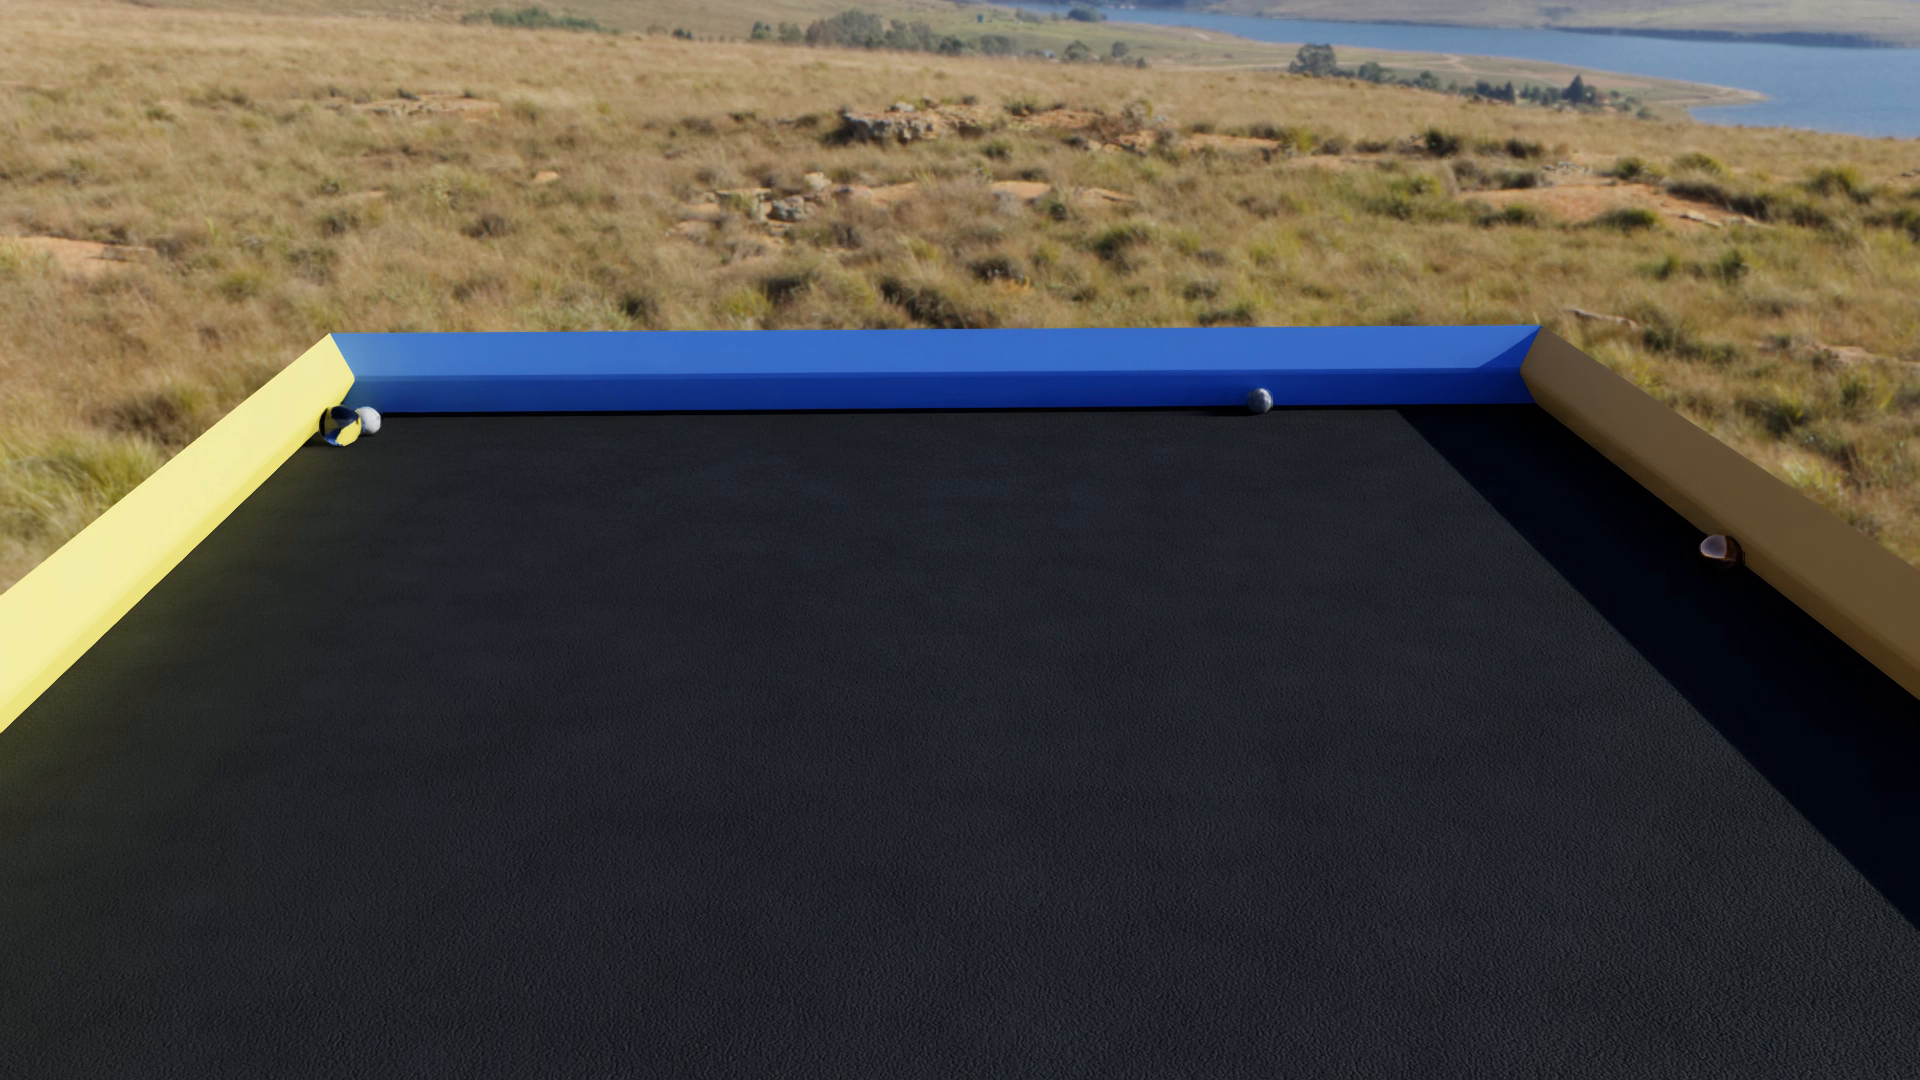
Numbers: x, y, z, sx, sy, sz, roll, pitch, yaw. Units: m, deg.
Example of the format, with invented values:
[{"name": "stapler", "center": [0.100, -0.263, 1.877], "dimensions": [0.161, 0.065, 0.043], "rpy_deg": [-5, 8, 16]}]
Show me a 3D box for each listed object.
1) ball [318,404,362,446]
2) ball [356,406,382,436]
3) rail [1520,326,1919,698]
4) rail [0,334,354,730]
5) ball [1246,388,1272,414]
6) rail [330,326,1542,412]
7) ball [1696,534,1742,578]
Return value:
[{"name": "ball", "center": [-0.926, -0.171, 3.287], "dimensions": [0.062, 0.062, 0.062], "rpy_deg": [0, 16, 0]}, {"name": "ball", "center": [-0.905, -0.181, 3.351], "dimensions": [0.044, 0.044, 0.044], "rpy_deg": [0, 16, 0]}, {"name": "rail", "center": [0.973, 0.190, 1.938], "dimensions": [0.045, 0.126, 3.369], "rpy_deg": [-1, 16, -2]}, {"name": "rail", "center": [-0.914, 0.209, 1.874], "dimensions": [0.045, 0.126, 3.369], "rpy_deg": [-1, 16, -2]}, {"name": "ball", "center": [0.474, -0.220, 3.491], "dimensions": [0.041, 0.041, 0.041], "rpy_deg": [0, 16, 0]}, {"name": "rail", "center": [-0.029, -0.268, 3.499], "dimensions": [1.936, 0.126, 0.045], "rpy_deg": [-1, 16, -2]}, {"name": "ball", "center": [0.916, 0.019, 2.654], "dimensions": [0.053, 0.053, 0.053], "rpy_deg": [0, 16, 0]}]
